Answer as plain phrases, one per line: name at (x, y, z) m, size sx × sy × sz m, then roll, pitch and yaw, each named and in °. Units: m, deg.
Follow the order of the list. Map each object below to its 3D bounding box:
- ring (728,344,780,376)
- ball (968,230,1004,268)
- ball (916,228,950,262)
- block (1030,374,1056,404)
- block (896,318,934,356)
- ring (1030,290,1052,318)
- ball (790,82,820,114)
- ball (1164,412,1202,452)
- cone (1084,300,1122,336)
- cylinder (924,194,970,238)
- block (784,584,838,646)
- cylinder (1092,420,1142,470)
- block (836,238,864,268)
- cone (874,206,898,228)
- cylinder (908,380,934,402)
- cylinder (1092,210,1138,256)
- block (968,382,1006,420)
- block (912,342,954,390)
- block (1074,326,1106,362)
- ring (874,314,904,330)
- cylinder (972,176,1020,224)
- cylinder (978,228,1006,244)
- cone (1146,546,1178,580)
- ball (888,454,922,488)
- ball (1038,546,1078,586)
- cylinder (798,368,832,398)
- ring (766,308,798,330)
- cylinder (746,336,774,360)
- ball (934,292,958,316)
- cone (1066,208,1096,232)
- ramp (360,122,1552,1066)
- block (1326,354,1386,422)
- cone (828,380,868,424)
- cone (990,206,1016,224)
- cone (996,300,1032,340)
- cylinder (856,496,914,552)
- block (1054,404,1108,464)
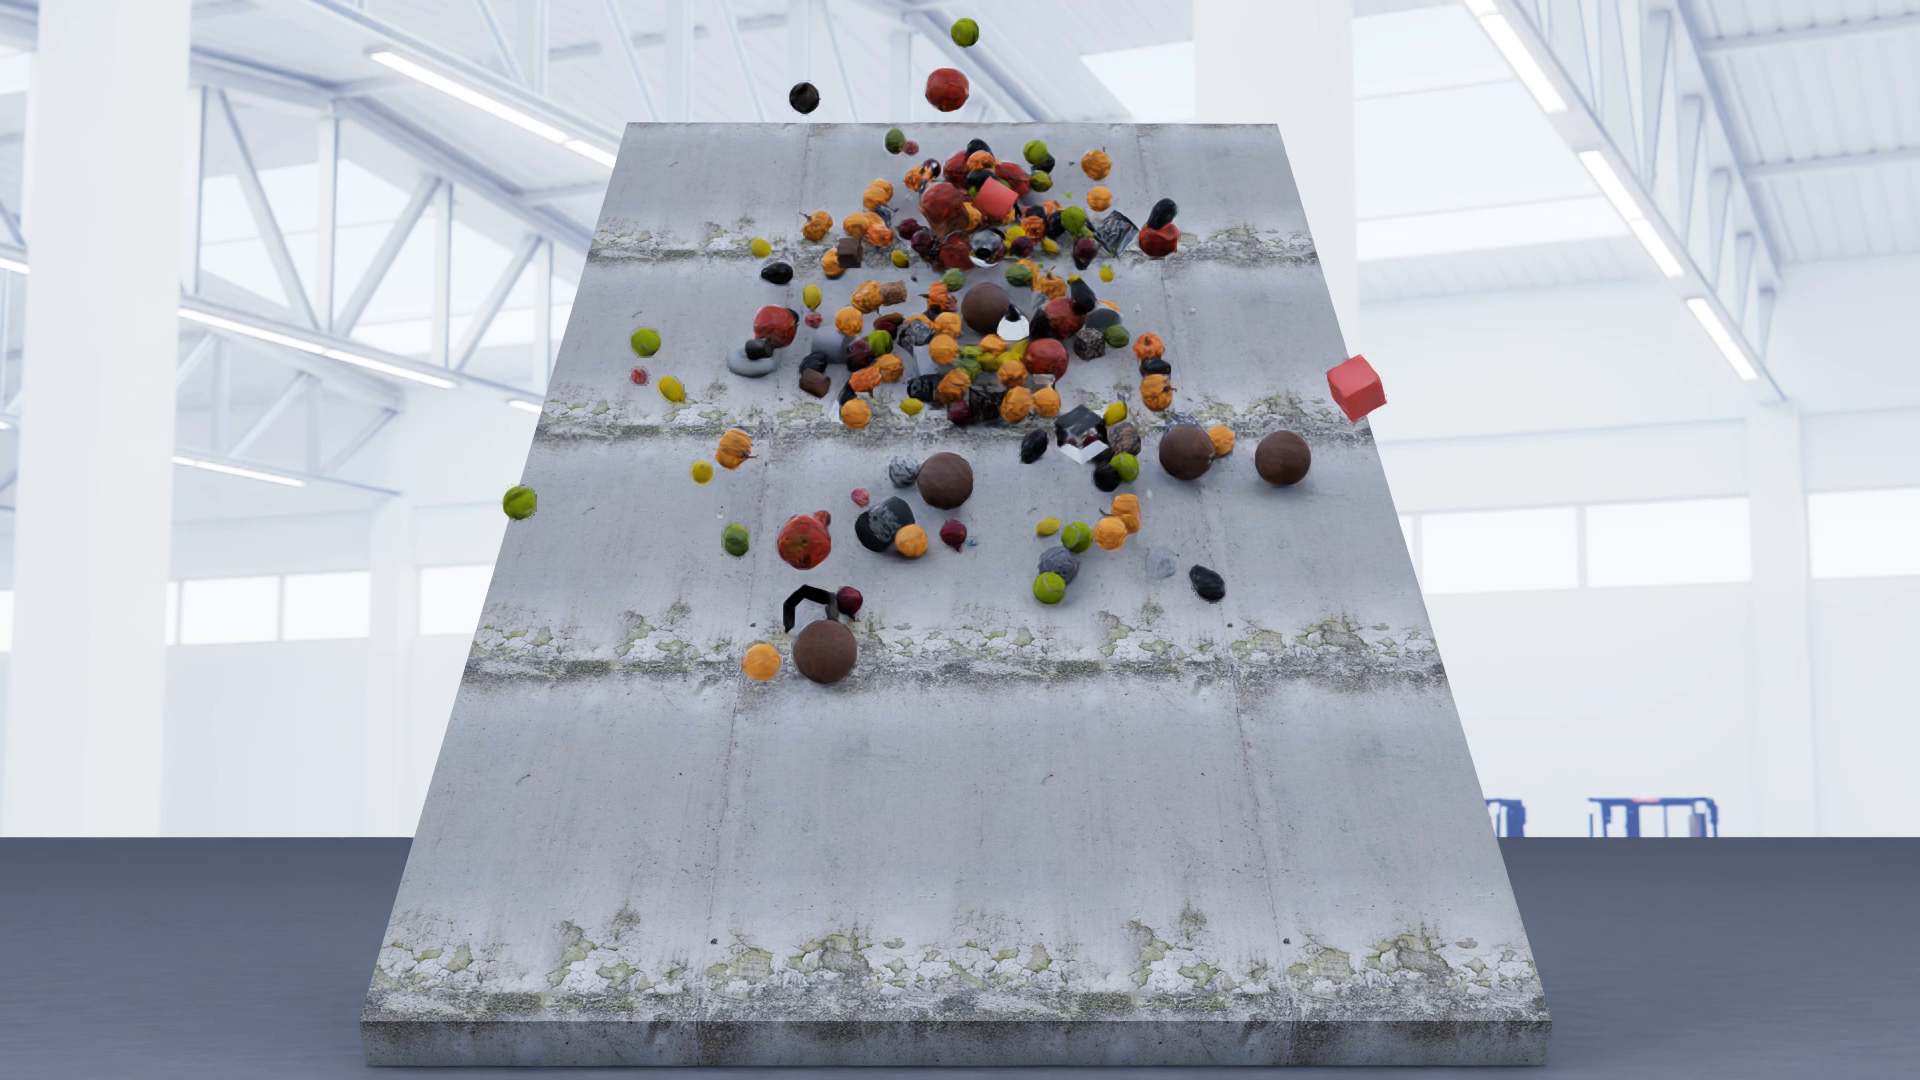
ring at (-0.515, -0.449, 6.090) m, size 0.130 × 0.043 × 0.130 m, roll 2°, pitch 32°, yaw -1°
ball at (0.069, -0.771, 6.468) m, size 0.098 × 0.098 × 0.098 m, roll 0°, pitch -7°, yaw 0°
ball at (-0.074, -0.802, 6.626) m, size 0.090 × 0.090 × 0.090 m, roll 0°, pitch -7°, yaw 0°
block at (0.203, -0.369, 5.952) m, size 0.054 × 0.054 × 0.054 m, roll 4°, pitch 29°, yaw 6°
block at (-0.109, -0.499, 6.005) m, size 0.058 × 0.058 × 0.058 m, roll -43°, pitch -13°, yaw -34°
ring at (0.211, -0.612, 6.341) m, size 0.026 × 0.077 × 0.077 m, roll -24°, pitch -19°, yaw 31°
ball at (-0.422, -1.199, 6.617) m, size 0.084 × 0.084 × 0.084 m, roll 0°, pitch -7°, yaw 0°
ball at (0.523, -0.254, 5.735) m, size 0.090 × 0.090 × 0.090 m, roll 0°, pitch -7°, yaw 0°
cone at (0.357, -0.582, 6.193) m, size 0.093 × 0.093 × 0.093 m, roll -3°, pitch -45°, yaw -3°
cylinder at (-0.034, -0.865, 6.509) m, size 0.089 × 0.089 × 0.089 m, roll -29°, pitch -1°, yaw -12°
block at (-0.310, 0.156, 5.067) m, size 0.082 × 0.082 × 0.082 m, roll 16°, pitch 35°, yaw 23°
cylinder at (0.360, -0.222, 5.682) m, size 0.090 × 0.090 × 0.090 m, roll -26°, pitch 8°, yaw -32°
block at (-0.291, -0.759, 6.455) m, size 0.055 × 0.055 × 0.055 m, roll 4°, pitch -33°, yaw 14°
cone at (-0.198, -0.918, 6.833) m, size 0.064 × 0.064 × 0.064 m, roll -25°, pitch 6°, yaw -27°
cylinder at (-0.095, -0.361, 5.935) m, size 0.053 × 0.053 × 0.053 m, roll -2°, pitch -7°, yaw 11°
cylinder at (0.406, -0.799, 6.351) m, size 0.087 × 0.087 × 0.087 m, roll 39°, pitch 0°, yaw 0°
block at (0.066, -0.333, 5.851) m, size 0.064 × 0.064 × 0.064 m, roll -12°, pitch 28°, yaw -30°
block at (-0.067, -0.424, 5.981) m, size 0.083 × 0.083 × 0.083 m, roll -8°, pitch -25°, yaw -8°
block at (0.326, -0.494, 6.151) m, size 0.057 × 0.057 × 0.057 m, roll -19°, pitch 40°, yaw -25°
ring at (-0.183, -0.562, 6.264) m, size 0.080 × 0.027 × 0.080 m, roll -15°, pitch -5°, yaw -1°
cylinder at (0.094, -0.902, 6.479) m, size 0.092 × 0.092 × 0.092 m, roll 32°, pitch -8°, yaw 0°
cylinder at (0.083, -0.817, 6.642) m, size 0.065 × 0.065 × 0.065 m, roll 2°, pitch 9°, yaw -20°
cone at (0.428, 0.047, 5.297) m, size 0.072 × 0.072 × 0.072 m, roll 2°, pitch 3°, yaw -16°
ball at (-0.126, -0.159, 5.589) m, size 0.076 × 0.076 × 0.076 m, roll 0°, pitch -7°, yaw 0°
ball at (0.210, 0.056, 5.230) m, size 0.087 × 0.087 × 0.087 m, roll 0°, pitch -7°, yaw 0°
cylinder at (-0.355, -0.384, 5.964) m, size 0.057 × 0.057 × 0.057 m, roll 27°, pitch 3°, yaw 21°
ring at (-0.460, -0.573, 6.308) m, size 0.086 × 0.029 × 0.086 m, roll 1°, pitch 35°, yaw -1°
cylinder at (-0.495, -0.472, 6.016) m, size 0.052 × 0.052 × 0.052 m, roll -8°, pitch -9°, yaw 17°
ball at (-0.038, -0.616, 6.350) m, size 0.061 × 0.061 × 0.061 m, roll 0°, pitch -7°, yaw 0°
cone at (0.329, -0.877, 6.803) m, size 0.077 × 0.077 × 0.077 m, roll -26°, pitch -12°, yaw 9°
ramp at (-0.014, -0.196, 5.818) m, size 2.000 × 0.100 × 4.000 m, roll 0°, pitch 31°, yaw 0°
block at (0.923, -0.355, 5.681) m, size 0.094 × 0.094 × 0.094 m, roll -29°, pitch -39°, yaw -2°
cone at (-0.271, -0.344, 5.870) m, size 0.095 × 0.095 × 0.095 m, roll 1°, pitch 32°, yaw -1°
cone at (0.122, -0.928, 6.883) m, size 0.076 × 0.076 × 0.076 m, roll -1°, pitch 21°, yaw 6°
cone at (0.133, -0.562, 6.089) m, size 0.089 × 0.089 × 0.089 m, roll -1°, pitch -51°, yaw 5°
cylinder at (-0.165, -0.035, 5.363) m, size 0.094 × 0.094 × 0.094 m, roll -5°, pitch 20°, yaw 37°
block at (0.278, -0.242, 5.589) m, size 0.083 × 0.083 × 0.083 m, roll -33°, pitch 45°, yaw -22°
